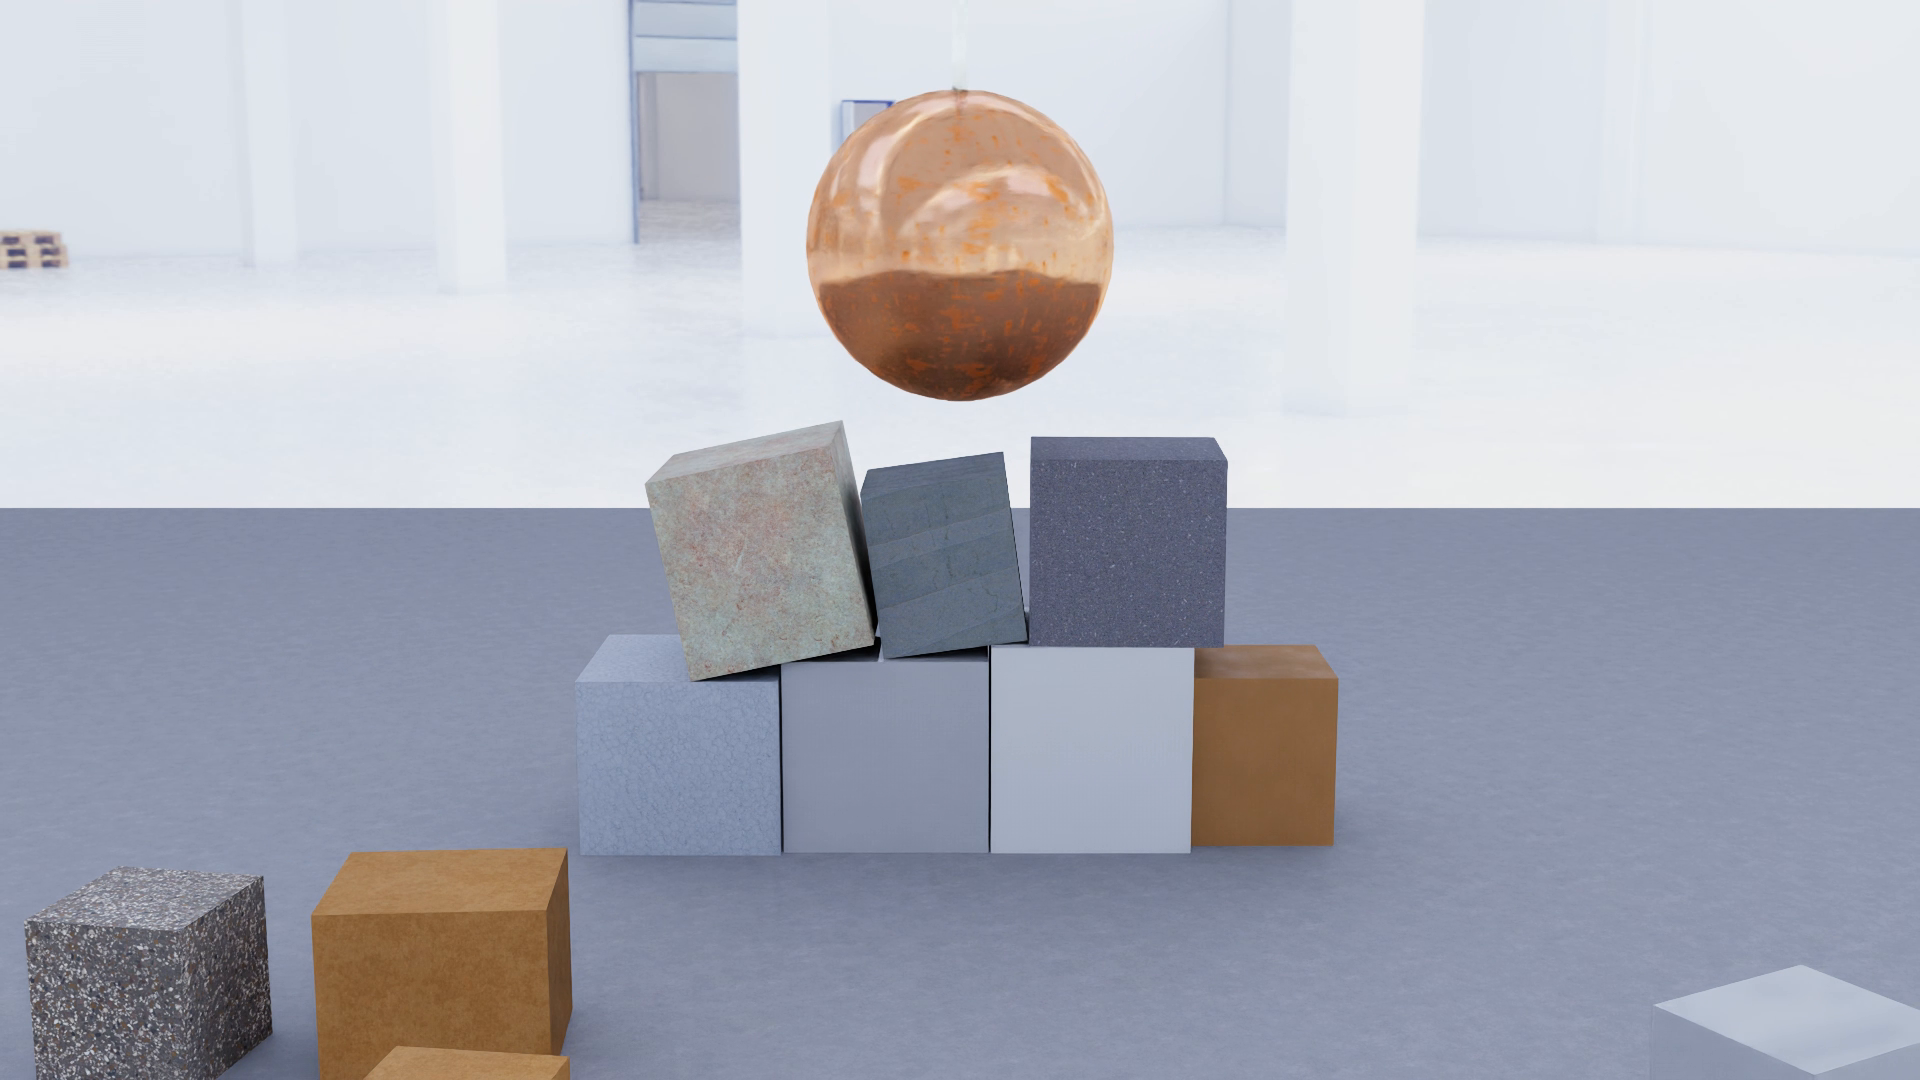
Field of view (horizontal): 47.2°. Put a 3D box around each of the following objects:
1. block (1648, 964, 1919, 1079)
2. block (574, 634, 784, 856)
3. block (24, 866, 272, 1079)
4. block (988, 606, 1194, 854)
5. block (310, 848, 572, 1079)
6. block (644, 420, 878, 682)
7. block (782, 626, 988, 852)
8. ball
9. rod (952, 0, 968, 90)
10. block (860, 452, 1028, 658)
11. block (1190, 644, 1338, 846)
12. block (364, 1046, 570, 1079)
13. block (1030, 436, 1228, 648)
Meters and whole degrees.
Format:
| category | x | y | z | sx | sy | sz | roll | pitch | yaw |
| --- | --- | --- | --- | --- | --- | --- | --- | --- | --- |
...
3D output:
| category | x | y | z | sx | sy | sz | roll | pitch | yaw |
| --- | --- | --- | --- | --- | --- | --- | --- | --- | --- |
| block | 2.739 | 1.891 | 7.171 | 0.714 | 0.714 | 0.634 | -6 | 12 | -29 |
| block | -1.388 | 1.039 | 11.374 | 0.997 | 0.887 | 1.047 | 0 | 10 | 0 |
| block | -3.103 | 1.687 | 8.453 | 0.624 | 0.656 | 0.631 | 2 | 10 | 10 |
| block | 0.652 | 0.960 | 11.353 | 0.996 | 1.049 | 0.973 | 0 | 10 | 0 |
| block | -1.990 | 1.652 | 8.557 | 0.859 | 0.689 | 0.734 | -1 | 10 | -4 |
| block | -0.969 | 0.030 | 11.172 | 0.916 | 1.001 | 1.024 | -11 | 10 | 3 |
| block | -0.368 | 0.992 | 11.378 | 1.020 | 0.977 | 0.982 | 0 | 10 | 0 |
| ball | 0.000 | -1.519 | 11.371 | 1.600 | 1.600 | 1.600 | 0 | 10 | 0 |
| rod | 0.000 | -4.807 | 10.509 | 0.080 | 5.200 | 0.080 | 0 | 15 | 0 |
| block | -0.075 | 0.062 | 11.178 | 0.716 | 0.835 | 0.804 | -8 | 10 | 2 |
| block | 1.521 | 1.049 | 11.376 | 0.723 | 0.866 | 0.744 | 0 | 10 | 0 |
| block | -1.571 | 2.001 | 6.781 | 0.577 | 0.636 | 0.622 | 1 | 10 | 8 |
| block | 0.832 | -0.006 | 11.142 | 0.955 | 0.929 | 0.845 | 0 | 10 | 2 |
